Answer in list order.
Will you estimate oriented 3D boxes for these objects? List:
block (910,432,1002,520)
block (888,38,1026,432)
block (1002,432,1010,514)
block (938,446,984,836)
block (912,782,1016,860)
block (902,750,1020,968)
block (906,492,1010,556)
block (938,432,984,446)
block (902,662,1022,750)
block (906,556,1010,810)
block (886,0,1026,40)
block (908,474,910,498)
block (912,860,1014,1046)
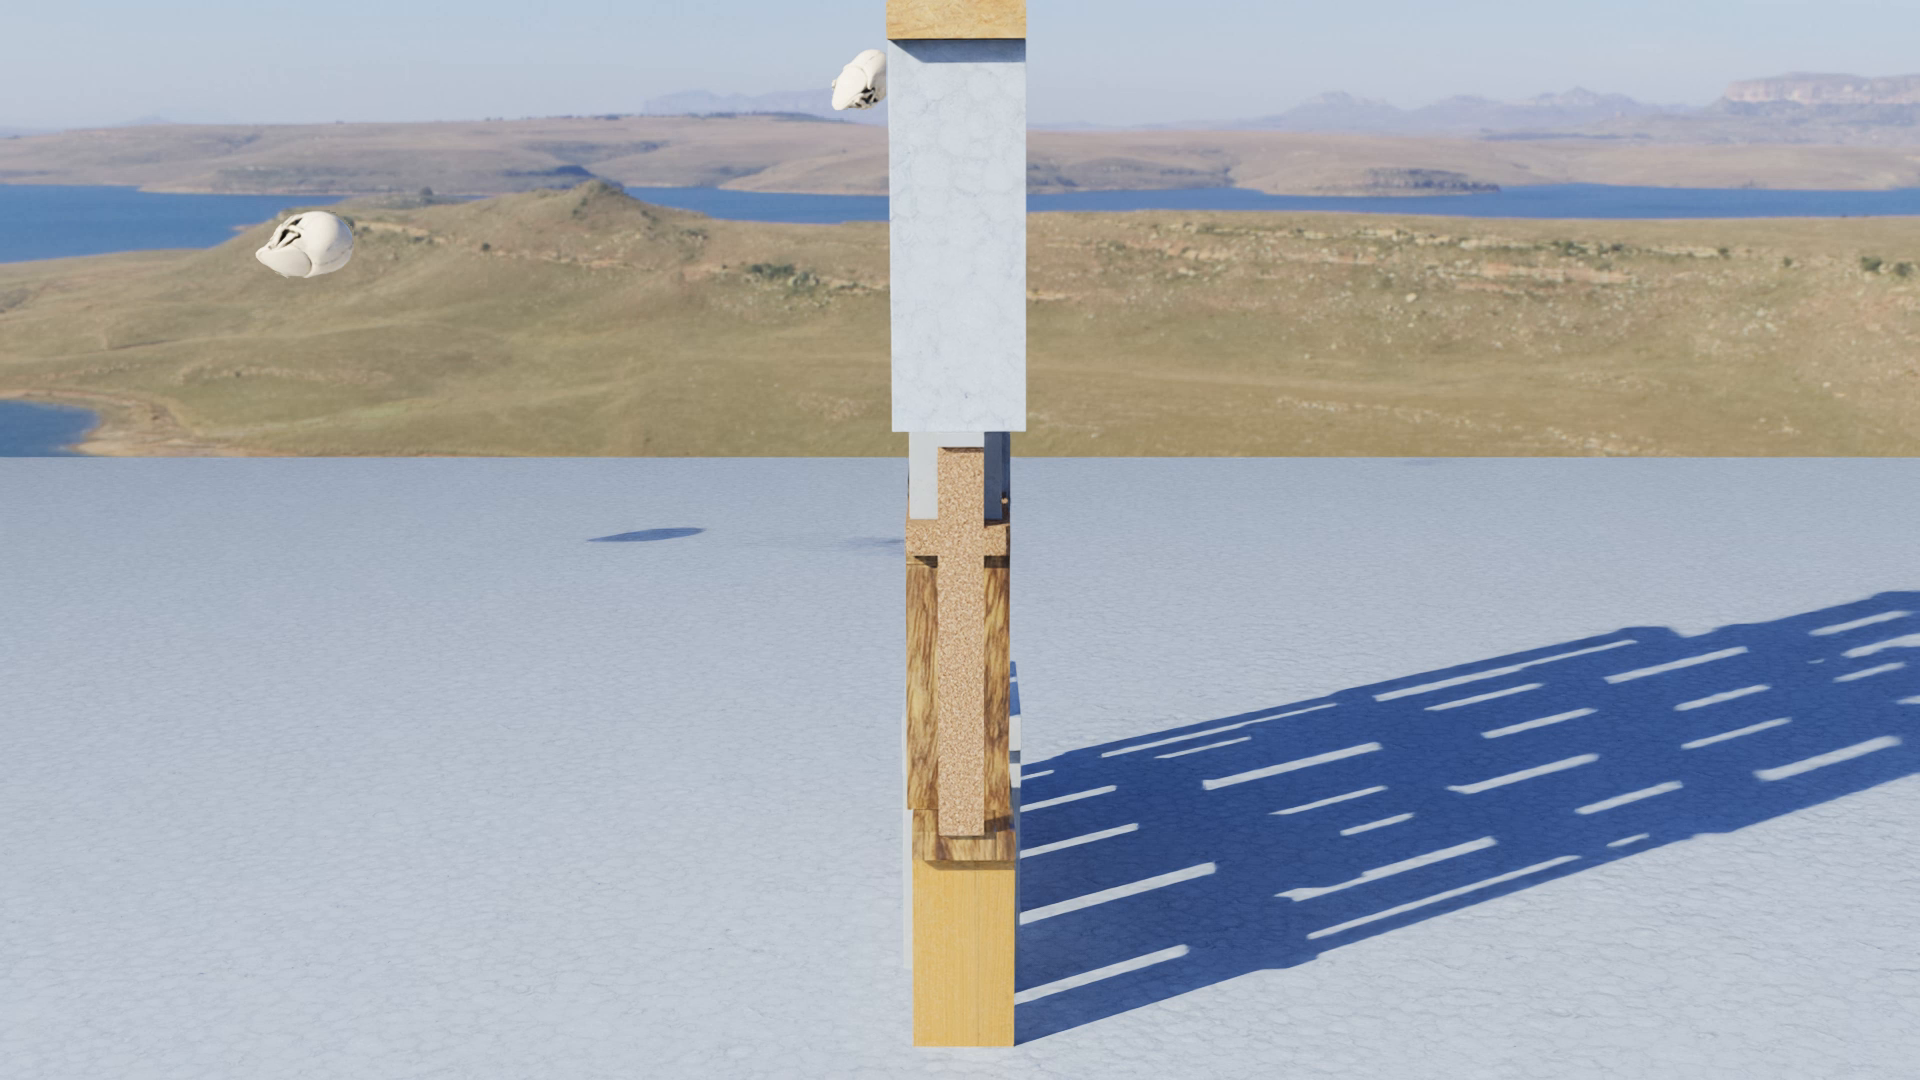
[{"bbox_3d":[-0.006,-0.156,3.015,0.126,0.253,0.036,0,10,0],"label":"block"},{"bbox_3d":[-0.002,-0.391,2.847,0.175,0.499,0.049,0,11,0],"label":"block"},{"bbox_3d":[0.001,-0.114,3.292,0.147,0.294,0.042,0,10,0],"label":"block"},{"bbox_3d":[0.001,0.135,2.919,0.061,0.528,0.017,0,10,0],"label":"block"},{"bbox_3d":[0.005,0.389,3.112,0.140,0.040,0.280,0,11,0],"label":"block"},{"bbox_3d":[0.003,0.473,3.335,0.176,0.352,0.050,0,11,0],"label":"block"},{"bbox_3d":[-0.003,-0.025,3.112,0.142,0.040,0.284,0,11,0],"label":"block"},{"bbox_3d":[0.001,-0.140,2.909,0.061,0.017,0.122,0,11,0],"label":"block"},{"bbox_3d":[0.003,0.254,3.413,0.176,0.050,0.352,0,11,0],"label":"block"},{"bbox_3d":[-0.003,0.192,3.056,0.142,0.367,0.040,0,10,0],"label":"block"},{"bbox_3d":[-0.003,-0.683,2.912,0.175,0.049,0.349,0,11,0],"label":"block"},{"bbox_3d":[-0.001,-0.105,3.798,0.169,0.048,0.338,0,11,0],"label":"block"},{"bbox_3d":[0.005,0.563,3.050,0.140,0.280,0.040,0,11,0],"label":"block"}]
